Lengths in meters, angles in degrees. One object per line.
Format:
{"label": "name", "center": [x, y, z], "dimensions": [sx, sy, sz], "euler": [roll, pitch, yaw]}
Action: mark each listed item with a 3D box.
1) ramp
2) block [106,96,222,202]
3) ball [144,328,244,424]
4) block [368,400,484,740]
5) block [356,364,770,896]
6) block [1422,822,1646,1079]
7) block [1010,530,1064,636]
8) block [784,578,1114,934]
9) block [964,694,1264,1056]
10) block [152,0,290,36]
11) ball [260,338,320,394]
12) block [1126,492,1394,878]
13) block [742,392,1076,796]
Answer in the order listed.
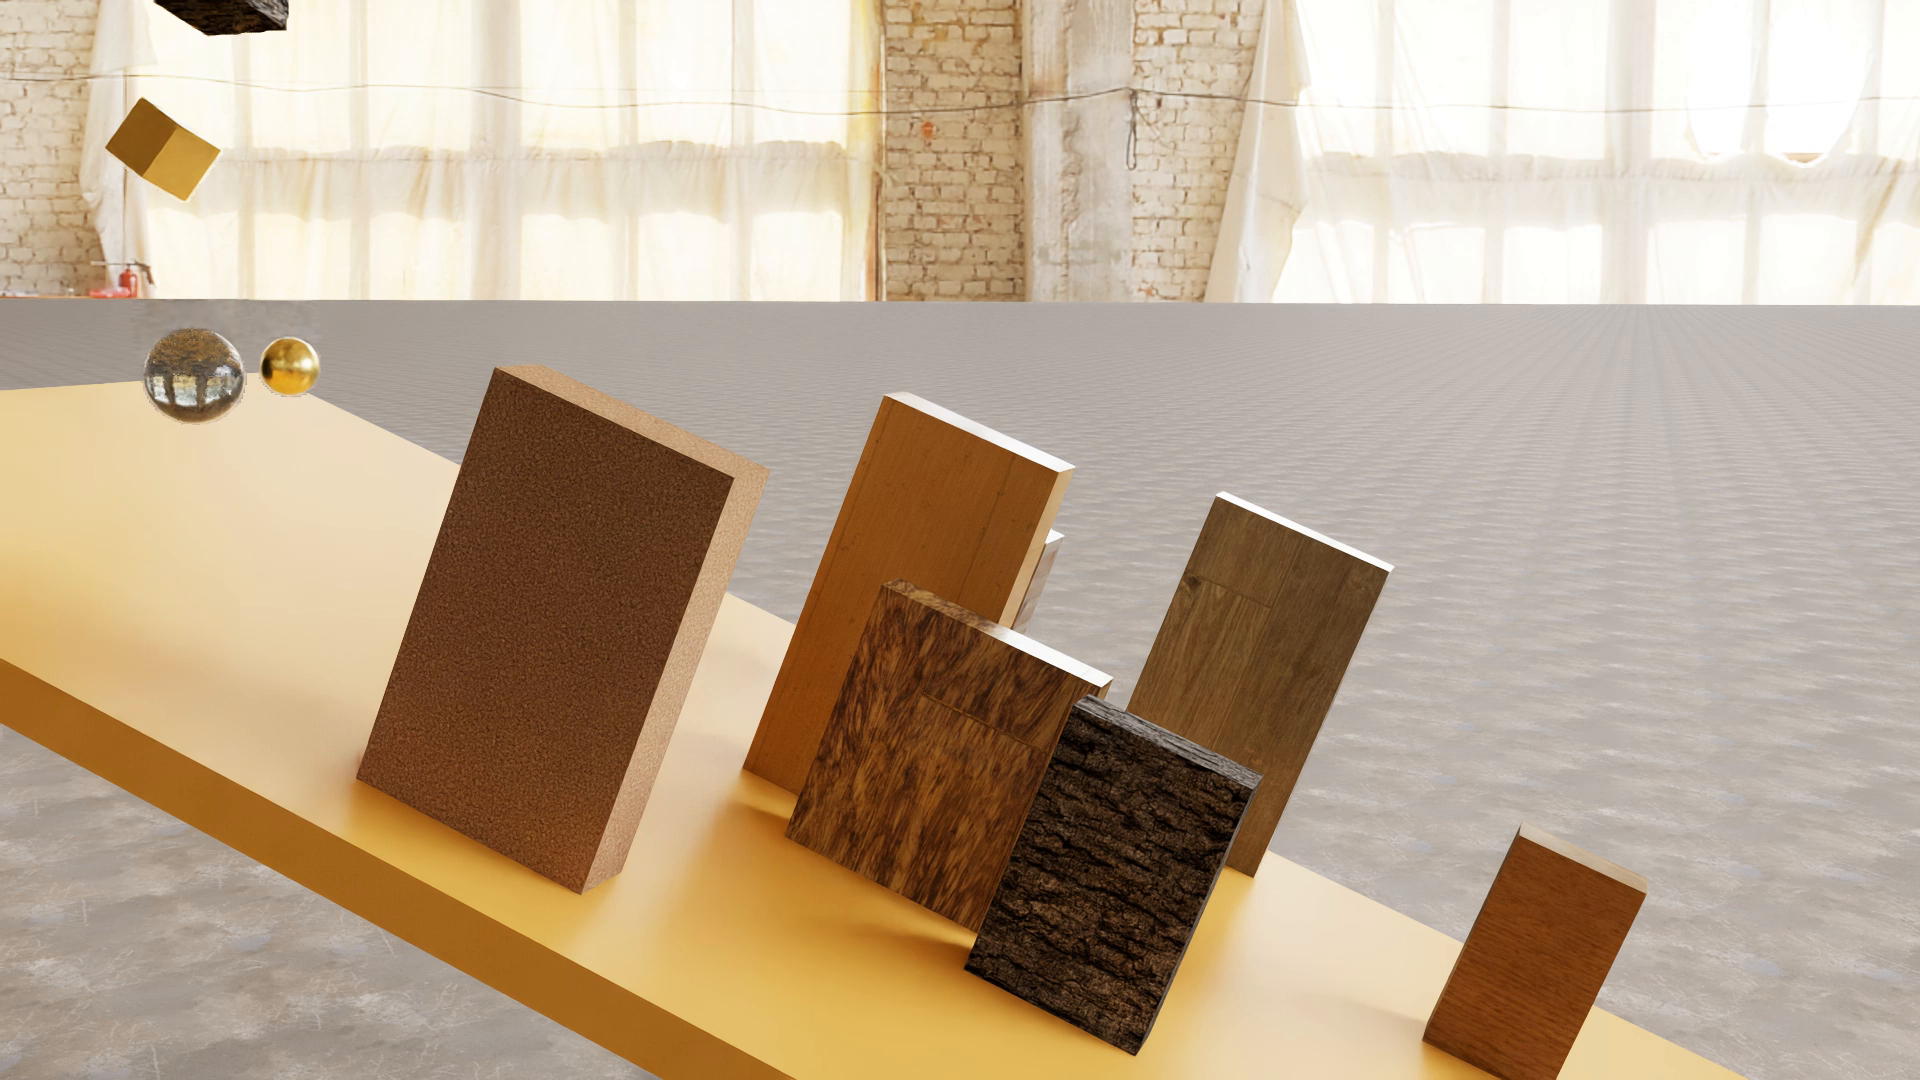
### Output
{"label": "ramp", "center": [-0.307, 0.544, 4.195], "dimensions": [4.000, 0.100, 2.000], "euler": [25, 13, 13]}
{"label": "block", "center": [-1.601, -0.785, 4.418], "dimensions": [0.128, 0.128, 0.128], "euler": [36, 1, 25]}
{"label": "ball", "center": [-1.665, -0.358, 4.780], "dimensions": [0.207, 0.207, 0.207], "euler": [0, 7, 0]}
{"label": "block", "center": [-0.728, 0.106, 3.651], "dimensions": [0.300, 0.630, 0.137], "euler": [25, 13, 13]}
{"label": "block", "center": [-0.634, 0.137, 3.483], "dimensions": [0.428, 0.716, 0.145], "euler": [25, 13, 13]}
{"label": "block", "center": [1.090, 0.798, 4.179], "dimensions": [0.250, 0.448, 0.113], "euler": [25, 13, 13]}
{"label": "block", "center": [-0.058, 0.160, 4.767], "dimensions": [0.378, 0.523, 0.147], "euler": [25, 13, 13]}
{"label": "block", "center": [-0.024, 0.389, 3.920], "dimensions": [0.429, 0.504, 0.094], "euler": [25, 13, 13]}
{"label": "block", "center": [0.254, 0.558, 3.681], "dimensions": [0.322, 0.502, 0.107], "euler": [25, 13, 13]}
{"label": "block", "center": [-1.512, -1.168, 4.519], "dimensions": [0.190, 0.190, 0.190], "euler": [-1, -9, 16]}
{"label": "ball", "center": [-1.474, -0.383, 4.838], "dimensions": [0.127, 0.127, 0.127], "euler": [0, 7, 0]}
{"label": "block", "center": [0.600, 0.312, 4.740], "dimensions": [0.396, 0.731, 0.086], "euler": [25, 13, 13]}
{"label": "block", "center": [-0.101, 0.151, 4.154], "dimensions": [0.359, 0.778, 0.124], "euler": [25, 13, 13]}
